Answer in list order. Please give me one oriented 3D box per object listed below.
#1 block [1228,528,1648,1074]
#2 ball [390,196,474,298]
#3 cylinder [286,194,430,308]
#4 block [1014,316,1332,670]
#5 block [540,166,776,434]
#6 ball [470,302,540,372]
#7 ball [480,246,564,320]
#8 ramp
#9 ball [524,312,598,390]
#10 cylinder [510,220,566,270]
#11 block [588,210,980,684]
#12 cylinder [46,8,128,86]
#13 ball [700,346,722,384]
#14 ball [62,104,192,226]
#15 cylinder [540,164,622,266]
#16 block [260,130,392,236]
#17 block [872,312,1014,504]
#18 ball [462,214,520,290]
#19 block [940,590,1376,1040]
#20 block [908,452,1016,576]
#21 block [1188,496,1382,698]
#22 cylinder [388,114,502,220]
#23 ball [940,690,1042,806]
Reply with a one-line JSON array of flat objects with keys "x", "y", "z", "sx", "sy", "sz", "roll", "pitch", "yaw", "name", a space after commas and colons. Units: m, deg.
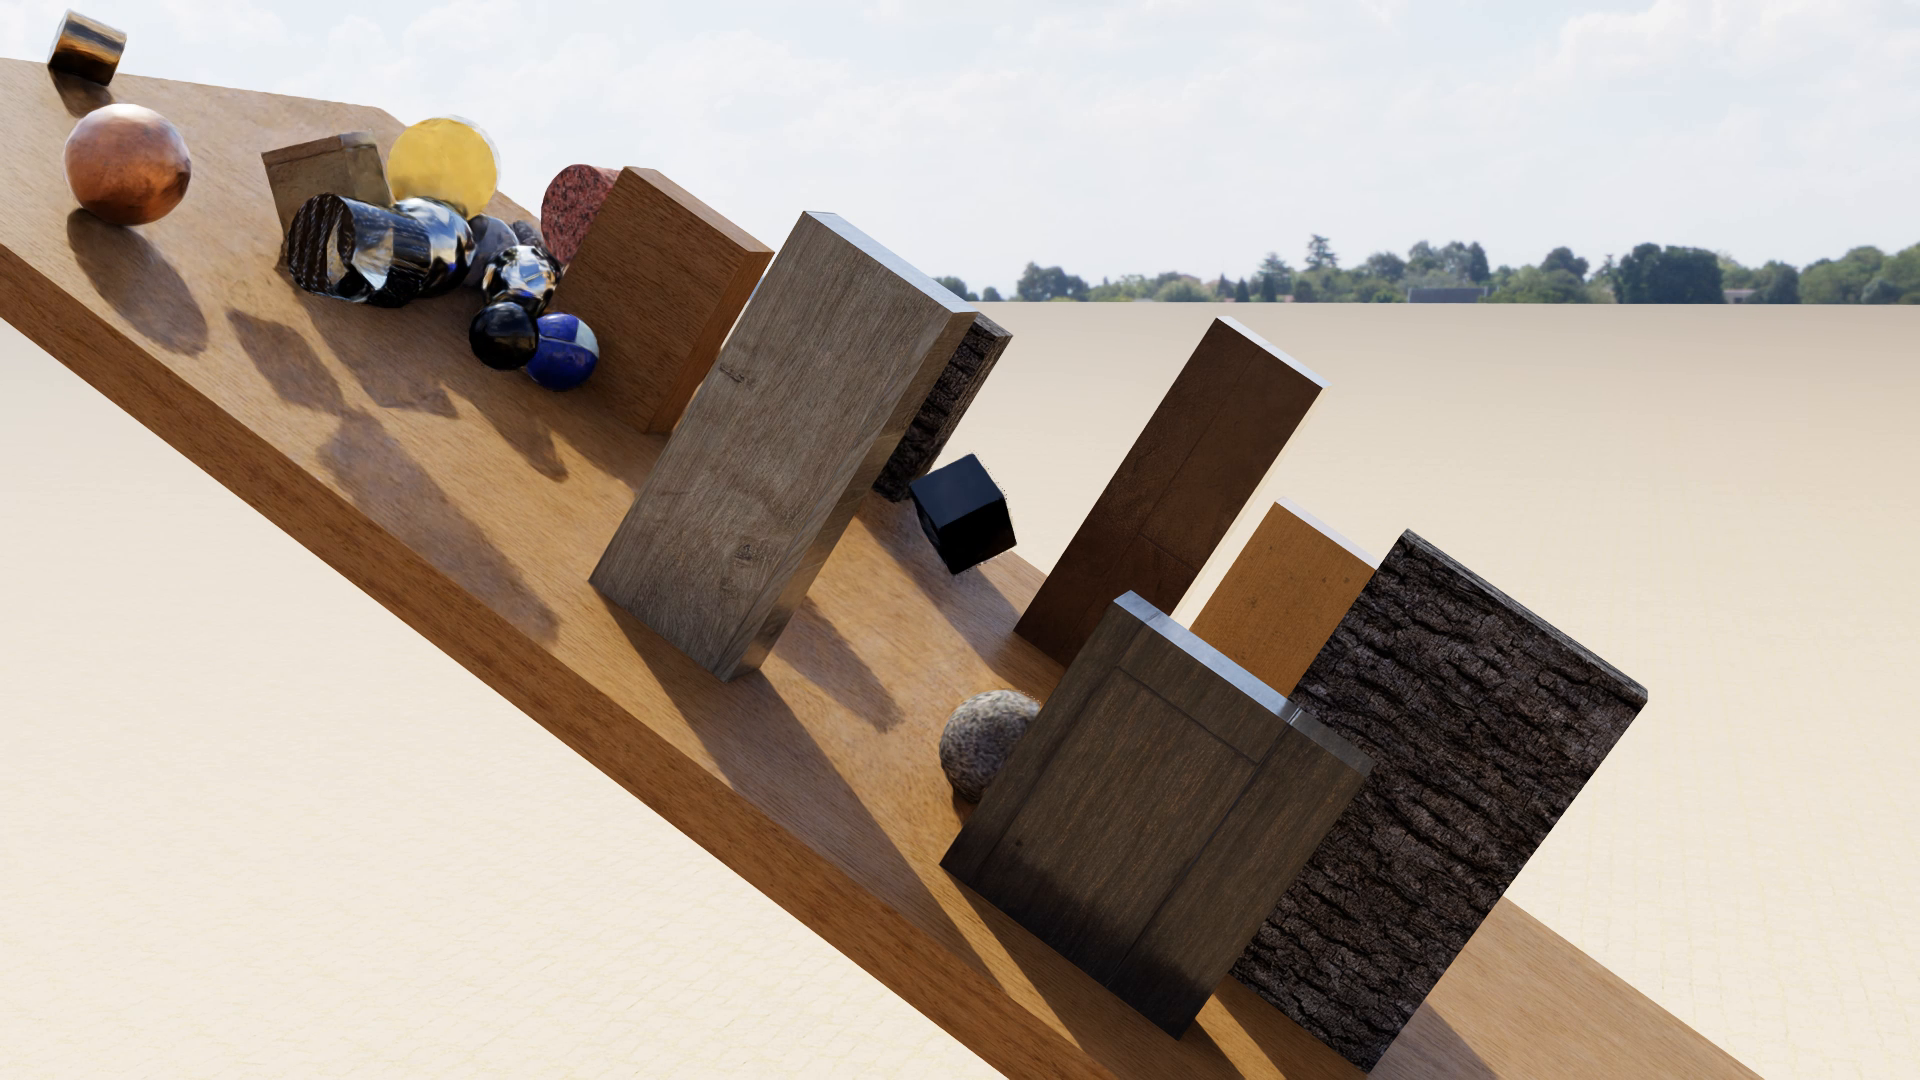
[{"x": 0.679, "y": 0.416, "z": 3.491, "sx": 0.442, "sy": 0.746, "sz": 0.100, "roll": 35, "pitch": 15, "yaw": 10, "name": "block"}, {"x": -1.032, "y": -0.562, "z": 4.227, "sx": 0.194, "sy": 0.194, "sz": 0.194, "roll": 0, "pitch": 7, "yaw": 0, "name": "ball"}, {"x": -1.095, "y": -0.525, "z": 4.008, "sx": 0.180, "sy": 0.180, "sz": 0.180, "roll": 4, "pitch": -1, "yaw": 32, "name": "cylinder"}, {"x": 0.429, "y": -0.063, "z": 4.468, "sx": 0.252, "sy": 0.765, "sz": 0.144, "roll": 35, "pitch": 15, "yaw": 10, "name": "block"}, {"x": -0.614, "y": -0.472, "z": 4.339, "sx": 0.305, "sy": 0.422, "sz": 0.140, "roll": 35, "pitch": 15, "yaw": 10, "name": "block"}, {"x": -0.837, "y": -0.375, "z": 4.044, "sx": 0.128, "sy": 0.128, "sz": 0.128, "roll": 0, "pitch": 7, "yaw": 0, "name": "ball"}, {"x": -0.872, "y": -0.504, "z": 4.401, "sx": 0.169, "sy": 0.169, "sz": 0.169, "roll": 0, "pitch": 7, "yaw": 0, "name": "ball"}, {"x": -0.135, "y": 0.226, "z": 4.103, "sx": 4.000, "sy": 0.100, "sz": 2.000, "roll": 35, "pitch": 15, "yaw": 10, "name": "ramp"}, {"x": -0.767, "y": -0.362, "z": 4.216, "sx": 0.147, "sy": 0.147, "sz": 0.147, "roll": 0, "pitch": 7, "yaw": 0, "name": "ball"}, {"x": -0.916, "y": -0.596, "z": 4.662, "sx": 0.118, "sy": 0.118, "sz": 0.118, "roll": 41, "pitch": 15, "yaw": 7, "name": "cylinder"}, {"x": -0.281, "y": -0.144, "z": 3.449, "sx": 0.282, "sy": 0.690, "sz": 0.138, "roll": 35, "pitch": 15, "yaw": 10, "name": "block"}, {"x": -1.701, "y": -0.959, "z": 4.287, "sx": 0.114, "sy": 0.114, "sz": 0.114, "roll": 21, "pitch": -4, "yaw": -30, "name": "cylinder"}, {"x": -0.587, "y": -0.405, "z": 4.697, "sx": 0.156, "sy": 0.156, "sz": 0.156, "roll": 0, "pitch": 7, "yaw": 0, "name": "ball"}, {"x": -1.398, "y": -0.630, "z": 3.693, "sx": 0.202, "sy": 0.202, "sz": 0.202, "roll": 0, "pitch": 7, "yaw": 0, "name": "ball"}, {"x": -0.718, "y": -0.662, "z": 4.545, "sx": 0.207, "sy": 0.207, "sz": 0.207, "roll": 5, "pitch": 4, "yaw": 35, "name": "cylinder"}, {"x": -1.203, "y": -0.681, "z": 4.192, "sx": 0.159, "sy": 0.159, "sz": 0.159, "roll": -11, "pitch": 12, "yaw": 10, "name": "block"}, {"x": -0.165, "y": -0.372, "z": 4.892, "sx": 0.374, "sy": 0.439, "sz": 0.134, "roll": 35, "pitch": 15, "yaw": 10, "name": "block"}, {"x": -0.977, "y": -0.587, "z": 4.493, "sx": 0.155, "sy": 0.155, "sz": 0.155, "roll": 0, "pitch": 7, "yaw": 0, "name": "ball"}, {"x": 0.286, "y": 0.404, "z": 3.244, "sx": 0.436, "sy": 0.488, "sz": 0.115, "roll": 35, "pitch": 15, "yaw": 10, "name": "block"}, {"x": 0.006, "y": -0.054, "z": 4.628, "sx": 0.153, "sy": 0.153, "sz": 0.153, "roll": -26, "pitch": 48, "yaw": -9, "name": "block"}, {"x": 0.593, "y": 0.293, "z": 3.989, "sx": 0.434, "sy": 0.601, "sz": 0.102, "roll": 35, "pitch": 15, "yaw": 10, "name": "block"}, {"x": -1.032, "y": -0.744, "z": 4.414, "sx": 0.210, "sy": 0.210, "sz": 0.210, "roll": -1, "pitch": 13, "yaw": -9, "name": "cylinder"}, {"x": 0.064, "y": 0.341, "z": 3.565, "sx": 0.195, "sy": 0.195, "sz": 0.195, "roll": 0, "pitch": 7, "yaw": 0, "name": "ball"}]
